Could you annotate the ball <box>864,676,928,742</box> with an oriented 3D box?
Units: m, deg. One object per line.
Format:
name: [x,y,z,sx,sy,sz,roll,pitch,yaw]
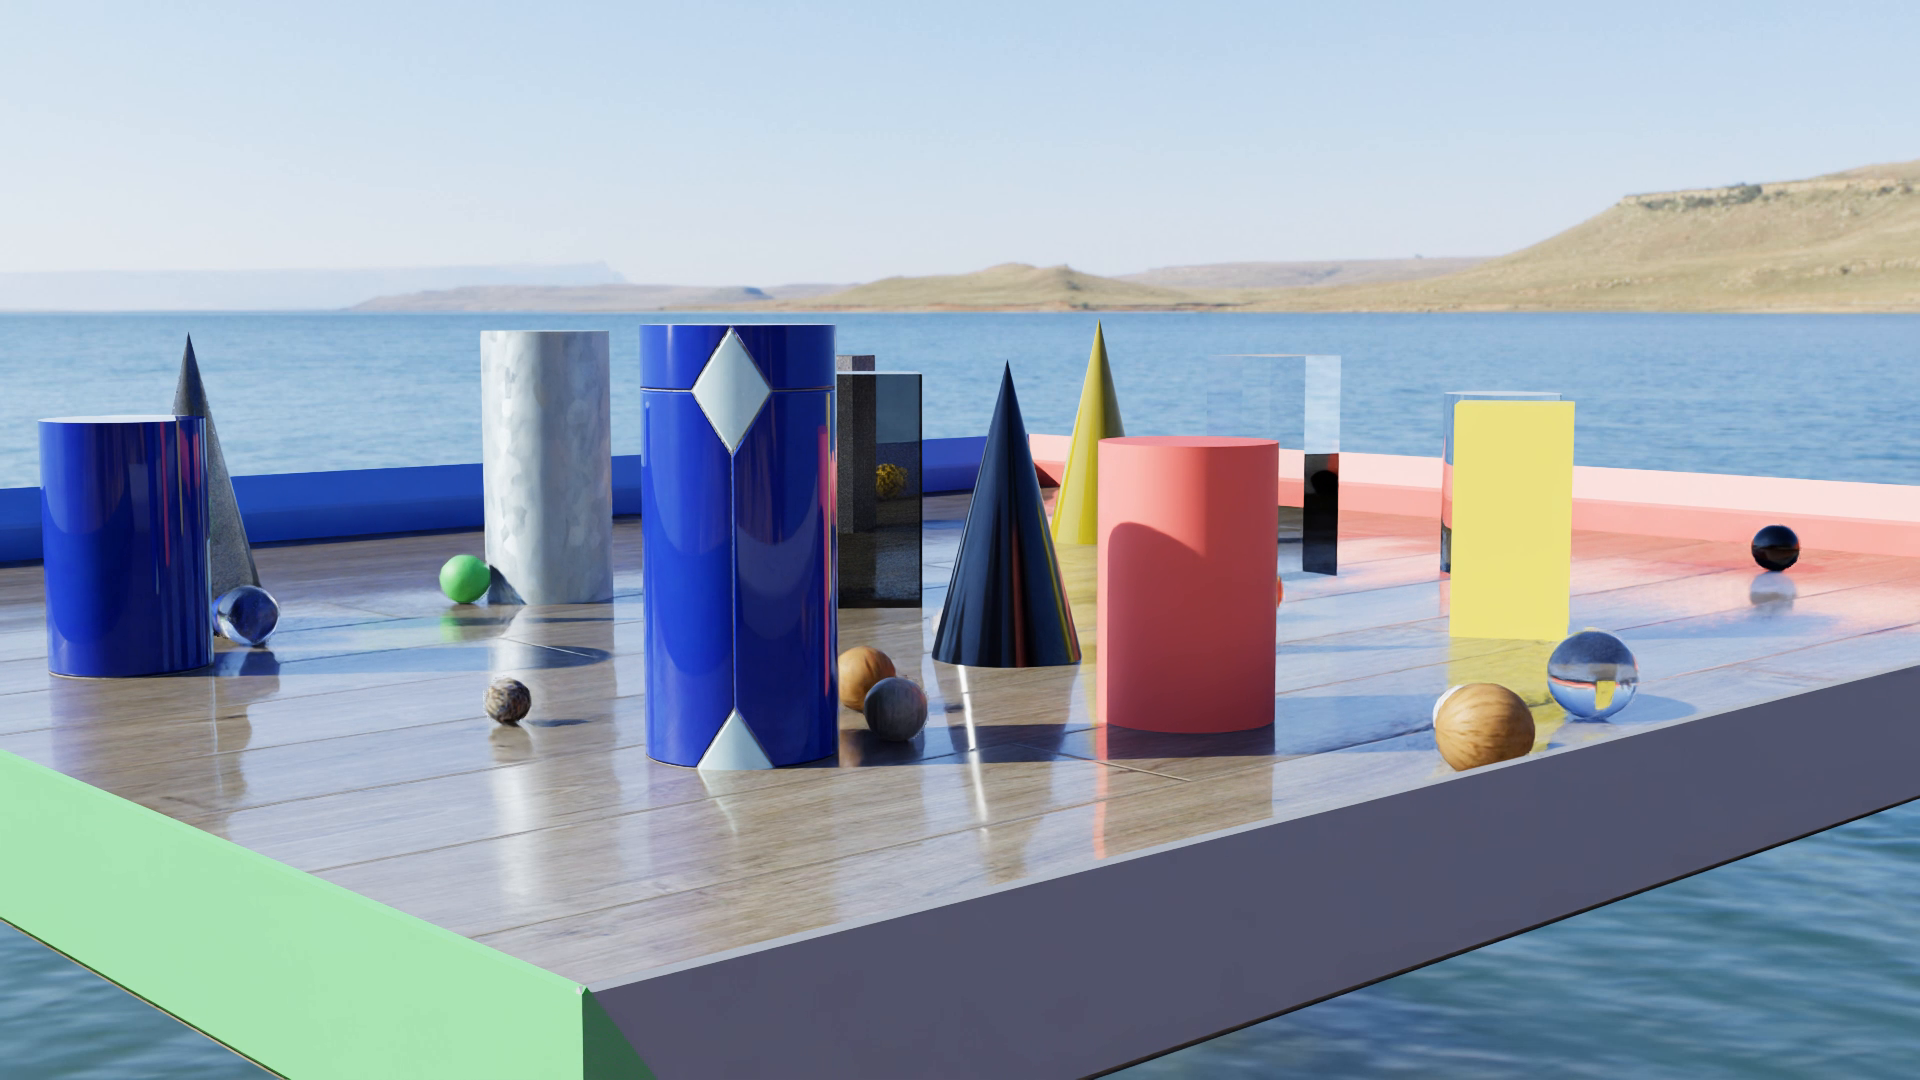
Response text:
ball: [-0.066,0.175,2.276,0.067,0.067,0.067,0,6,0]

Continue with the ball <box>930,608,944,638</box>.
ball: [-0.014,0.114,2.928,0.051,0.051,0.051,0,6,0]

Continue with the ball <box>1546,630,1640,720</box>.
ball: [0.689,0.147,2.396,0.098,0.098,0.098,0,6,0]

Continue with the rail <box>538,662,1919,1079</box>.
rail: [1.053,0.152,2.197,3.392,0.127,0.045,-5,8,-42]

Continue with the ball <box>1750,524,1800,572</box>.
ball: [1.392,0.013,3.754,0.080,0.080,0.080,0,6,0]

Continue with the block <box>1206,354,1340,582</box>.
block: [0.524,-0.125,3.689,0.156,0.369,0.156,-4,7,-34]

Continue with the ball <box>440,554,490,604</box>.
ball: [-0.753,0.059,3.345,0.075,0.075,0.075,0,6,0]

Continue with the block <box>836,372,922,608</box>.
block: [-0.139,-0.080,3.350,0.156,0.349,0.156,0,6,-4]

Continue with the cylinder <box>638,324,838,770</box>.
cylinder: [-0.221,-0.001,2.208,0.195,0.430,0.195,0,6,0]

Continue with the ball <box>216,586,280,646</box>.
ball: [-0.947,0.100,2.924,0.080,0.080,0.080,0,6,0]

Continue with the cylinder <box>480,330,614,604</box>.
cylinder: [-0.638,-0.117,3.405,0.195,0.412,0.195,0,6,0]

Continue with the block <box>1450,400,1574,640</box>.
block: [0.765,-0.031,3.043,0.156,0.316,0.156,2,6,16]

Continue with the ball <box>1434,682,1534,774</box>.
ball: [0.498,0.181,2.088,0.093,0.093,0.093,0,6,0]

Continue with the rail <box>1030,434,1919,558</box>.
rail: [1.229,-0.085,4.460,0.045,0.127,3.154,-5,8,-42]

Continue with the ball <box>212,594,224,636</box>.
ball: [-0.991,0.102,2.993,0.061,0.061,0.061,0,6,0]

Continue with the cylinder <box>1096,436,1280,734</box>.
cylinder: [0.248,0.043,2.402,0.195,0.303,0.195,0,6,0]

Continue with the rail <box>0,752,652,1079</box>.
rail: [-1.229,0.151,2.204,0.045,0.127,3.154,-5,8,-42]

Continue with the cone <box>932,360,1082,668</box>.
cone: [0.060,-0.041,2.820,0.195,0.383,0.195,0,6,0]

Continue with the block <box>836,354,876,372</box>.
block: [-0.272,-0.203,4.521,0.156,0.351,0.156,2,6,15]

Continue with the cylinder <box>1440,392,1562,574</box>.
cylinder: [0.920,-0.098,3.743,0.195,0.303,0.195,0,6,0]

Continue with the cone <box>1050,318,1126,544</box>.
cone: [0.268,-0.214,4.250,0.195,0.430,0.195,0,6,0]

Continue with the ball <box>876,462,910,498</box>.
ball: [-0.164,-0.142,5.200,0.088,0.088,0.088,0,6,0]

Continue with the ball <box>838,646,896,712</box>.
ball: [-0.107,0.154,2.444,0.073,0.073,0.073,0,6,0]

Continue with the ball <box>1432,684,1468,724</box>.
ball: [0.513,0.180,2.224,0.067,0.067,0.067,0,6,0]

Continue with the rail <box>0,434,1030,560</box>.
rail: [-1.053,-0.086,4.467,3.392,0.127,0.045,-5,8,-42]

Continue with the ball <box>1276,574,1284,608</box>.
ball: [0.419,0.072,3.155,0.088,0.088,0.088,0,6,0]

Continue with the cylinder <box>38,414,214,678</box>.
cylinder: [-1.039,0.004,2.743,0.195,0.310,0.195,0,6,0]

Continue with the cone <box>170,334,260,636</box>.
cone: [-1.072,-0.084,3.076,0.195,0.415,0.195,0,6,0]

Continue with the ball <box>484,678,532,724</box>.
ball: [-0.487,0.174,2.371,0.049,0.049,0.049,0,6,0]
